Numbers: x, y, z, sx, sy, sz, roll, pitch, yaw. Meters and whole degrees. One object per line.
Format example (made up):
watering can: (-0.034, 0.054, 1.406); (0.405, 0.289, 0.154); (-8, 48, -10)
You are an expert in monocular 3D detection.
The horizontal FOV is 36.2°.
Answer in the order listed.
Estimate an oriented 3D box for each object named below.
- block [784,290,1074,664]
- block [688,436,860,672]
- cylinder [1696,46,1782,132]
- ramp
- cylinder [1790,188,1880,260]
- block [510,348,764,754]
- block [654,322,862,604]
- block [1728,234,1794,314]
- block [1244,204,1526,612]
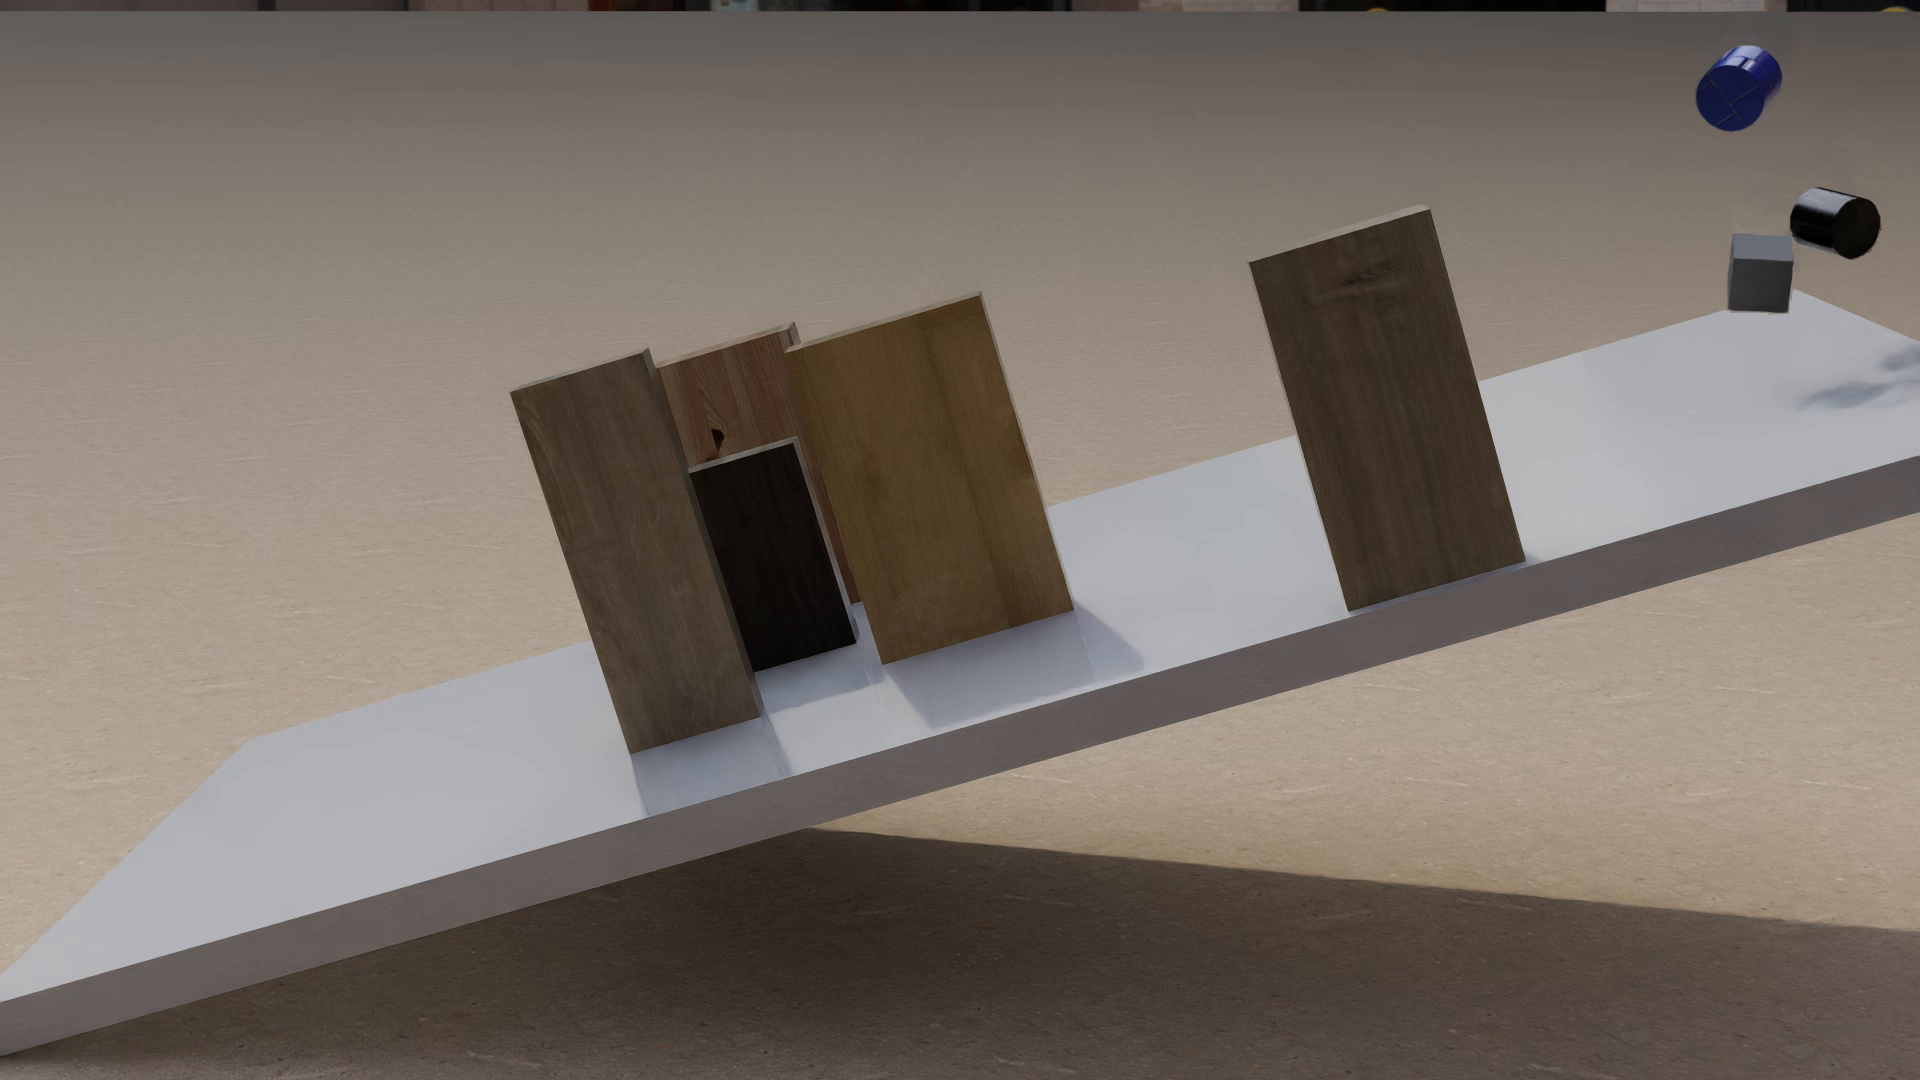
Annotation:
block: (-0.059, -0.127, 6.036); (0.412, 0.674, 0.107); (-16, 10, 5)
block: (-0.489, 0.057, 6.384); (0.421, 0.457, 0.101); (-16, 10, 5)
cylinder: (1.706, -0.989, 6.438); (0.149, 0.149, 0.149); (6, 28, 29)
ramp: (0.093, 0.186, 6.317); (4.000, 0.100, 2.000); (-16, 10, 5)
cylinder: (1.780, -0.645, 5.985); (0.125, 0.125, 0.125); (-5, 18, -24)
block: (-0.645, 0.024, 5.914); (0.277, 0.771, 0.090); (-16, 10, 5)
block: (-0.493, -0.129, 6.837); (0.419, 0.652, 0.149); (-16, 10, 5)
block: (1.636, -0.546, 6.013); (0.117, 0.117, 0.117); (4, 32, 11)
block: (0.766, -0.237, 5.301); (0.330, 0.659, 0.117); (-16, 10, 5)
